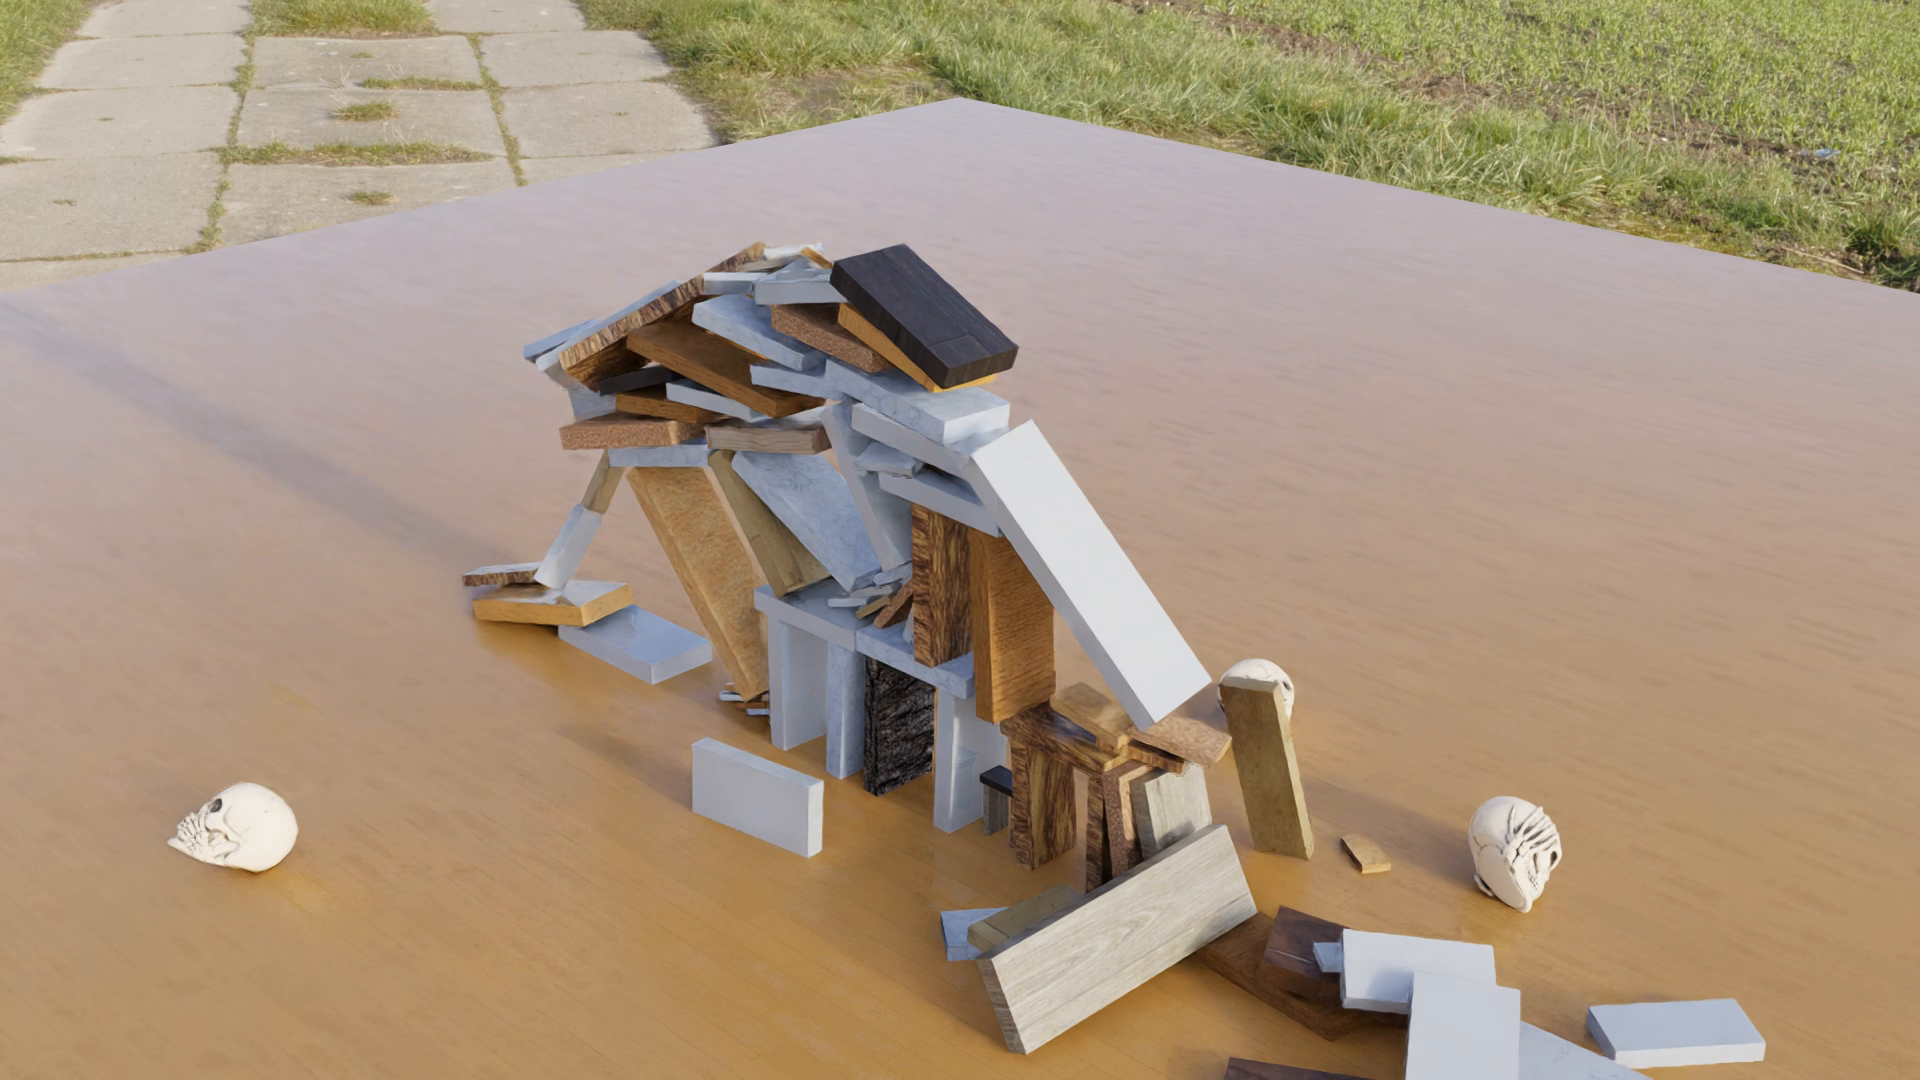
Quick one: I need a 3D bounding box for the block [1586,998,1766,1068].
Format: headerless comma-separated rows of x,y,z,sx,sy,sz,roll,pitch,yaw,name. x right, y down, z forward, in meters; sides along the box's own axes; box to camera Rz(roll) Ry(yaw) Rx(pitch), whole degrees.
1.215,0.838,3.738,0.259,0.037,0.130,-2,23,-5,block

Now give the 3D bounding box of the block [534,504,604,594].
-0.921,0.023,5.178,0.028,0.201,0.100,26,-7,22,block

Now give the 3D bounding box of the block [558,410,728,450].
-0.693,-0.246,4.814,0.353,0.050,0.176,0,15,40,block

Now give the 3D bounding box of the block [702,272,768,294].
-0.459,-0.524,4.493,0.130,0.018,0.065,0,-20,-10,block

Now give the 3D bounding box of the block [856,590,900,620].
-0.154,0.127,4.440,0.061,0.017,0.122,-21,-6,-40,block

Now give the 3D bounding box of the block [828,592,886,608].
-0.209,0.118,4.498,0.061,0.017,0.122,-21,11,-40,block

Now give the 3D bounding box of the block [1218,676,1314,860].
0.589,0.438,4.210,0.115,0.394,0.033,6,34,35,block

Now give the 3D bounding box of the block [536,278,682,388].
-0.751,-0.453,4.853,0.368,0.033,0.115,-28,-22,11,block

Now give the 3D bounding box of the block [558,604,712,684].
-0.762,0.233,5.147,0.353,0.050,0.176,21,31,40,block

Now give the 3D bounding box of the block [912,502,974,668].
-0.013,0.065,4.260,0.167,0.335,0.047,-20,29,-39,block

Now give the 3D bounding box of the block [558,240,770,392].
-0.619,-0.486,4.811,0.520,0.043,0.152,-28,-22,9,block

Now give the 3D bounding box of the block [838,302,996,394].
-0.082,-0.377,4.184,0.151,0.043,0.302,-13,39,-39,block

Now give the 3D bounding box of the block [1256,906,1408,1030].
0.685,0.746,3.806,0.314,0.044,0.157,17,33,12,block

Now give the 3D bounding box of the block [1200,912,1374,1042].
0.592,0.769,3.891,0.157,0.044,0.314,-18,29,-36,block

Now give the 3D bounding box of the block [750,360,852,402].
-0.277,-0.329,4.418,0.277,0.039,0.139,14,24,43,block

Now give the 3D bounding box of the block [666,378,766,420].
-0.483,-0.305,4.613,0.256,0.036,0.128,16,25,39,block

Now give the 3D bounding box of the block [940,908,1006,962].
0.085,0.718,4.027,0.230,0.033,0.115,-3,23,-6,block

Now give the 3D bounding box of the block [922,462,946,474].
-0.054,-0.158,4.213,0.064,0.018,0.128,-19,29,-37,block

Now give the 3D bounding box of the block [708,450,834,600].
-0.383,-0.054,4.613,0.166,0.331,0.047,-22,-7,-42,block

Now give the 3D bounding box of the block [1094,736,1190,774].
0.344,0.376,4.059,0.169,0.024,0.085,18,31,18,block

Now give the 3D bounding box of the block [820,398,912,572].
-0.135,-0.122,4.310,0.168,0.336,0.048,-21,-3,-34,block

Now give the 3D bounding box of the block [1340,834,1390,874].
0.792,0.612,4.298,0.058,0.016,0.115,-5,23,-11,block

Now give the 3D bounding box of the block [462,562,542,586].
-1.108,0.083,5.404,0.201,0.028,0.100,-4,11,19,block

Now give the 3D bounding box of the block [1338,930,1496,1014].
0.776,0.740,3.729,0.259,0.037,0.130,7,49,-2,block

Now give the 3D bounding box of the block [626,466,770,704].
-0.529,0.074,4.811,0.166,0.563,0.047,-22,-9,-44,block

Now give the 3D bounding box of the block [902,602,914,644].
-0.055,0.123,4.339,0.085,0.170,0.024,-20,51,-39,block

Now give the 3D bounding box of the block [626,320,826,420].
-0.493,-0.361,4.595,0.469,0.039,0.139,26,32,36,block

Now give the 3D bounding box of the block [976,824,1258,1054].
0.283,0.691,3.849,0.564,0.174,0.049,-23,5,-34,block

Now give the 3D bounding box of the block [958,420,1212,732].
0.226,0.061,3.971,0.170,0.579,0.048,-31,-5,-39,block

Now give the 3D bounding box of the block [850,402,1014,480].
-0.025,-0.198,4.165,0.339,0.048,0.170,25,32,34,block

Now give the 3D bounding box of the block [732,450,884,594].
-0.283,-0.063,4.524,0.168,0.048,0.393,-22,59,-42,block

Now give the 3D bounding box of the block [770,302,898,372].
-0.216,-0.404,4.310,0.151,0.043,0.301,-16,31,-41,block

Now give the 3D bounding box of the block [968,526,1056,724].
0.100,0.139,4.151,0.167,0.385,0.047,-20,27,-39,block

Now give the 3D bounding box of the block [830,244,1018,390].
-0.070,-0.422,4.117,0.174,0.049,0.347,-20,53,-38,block

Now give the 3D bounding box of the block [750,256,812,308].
-0.362,-0.526,4.483,0.130,0.065,0.018,-29,67,-7,block

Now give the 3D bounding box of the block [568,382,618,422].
-0.834,-0.323,5.035,0.115,0.230,0.033,15,52,16,block

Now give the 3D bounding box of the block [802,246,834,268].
-0.276,-0.562,4.460,0.062,0.018,0.124,36,4,13,block

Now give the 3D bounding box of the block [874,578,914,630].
-0.098,0.117,4.384,0.085,0.170,0.024,-21,72,-39,block

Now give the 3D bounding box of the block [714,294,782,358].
-0.385,-0.480,4.763,0.303,0.152,0.043,-17,43,-5,block

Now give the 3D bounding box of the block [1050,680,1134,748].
0.257,0.323,4.083,0.169,0.024,0.085,30,37,35,block

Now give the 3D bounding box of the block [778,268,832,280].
-0.301,-0.527,4.361,0.062,0.018,0.124,-13,12,-38,block

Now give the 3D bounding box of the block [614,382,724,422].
-0.608,-0.297,4.731,0.256,0.036,0.128,11,22,40,block
